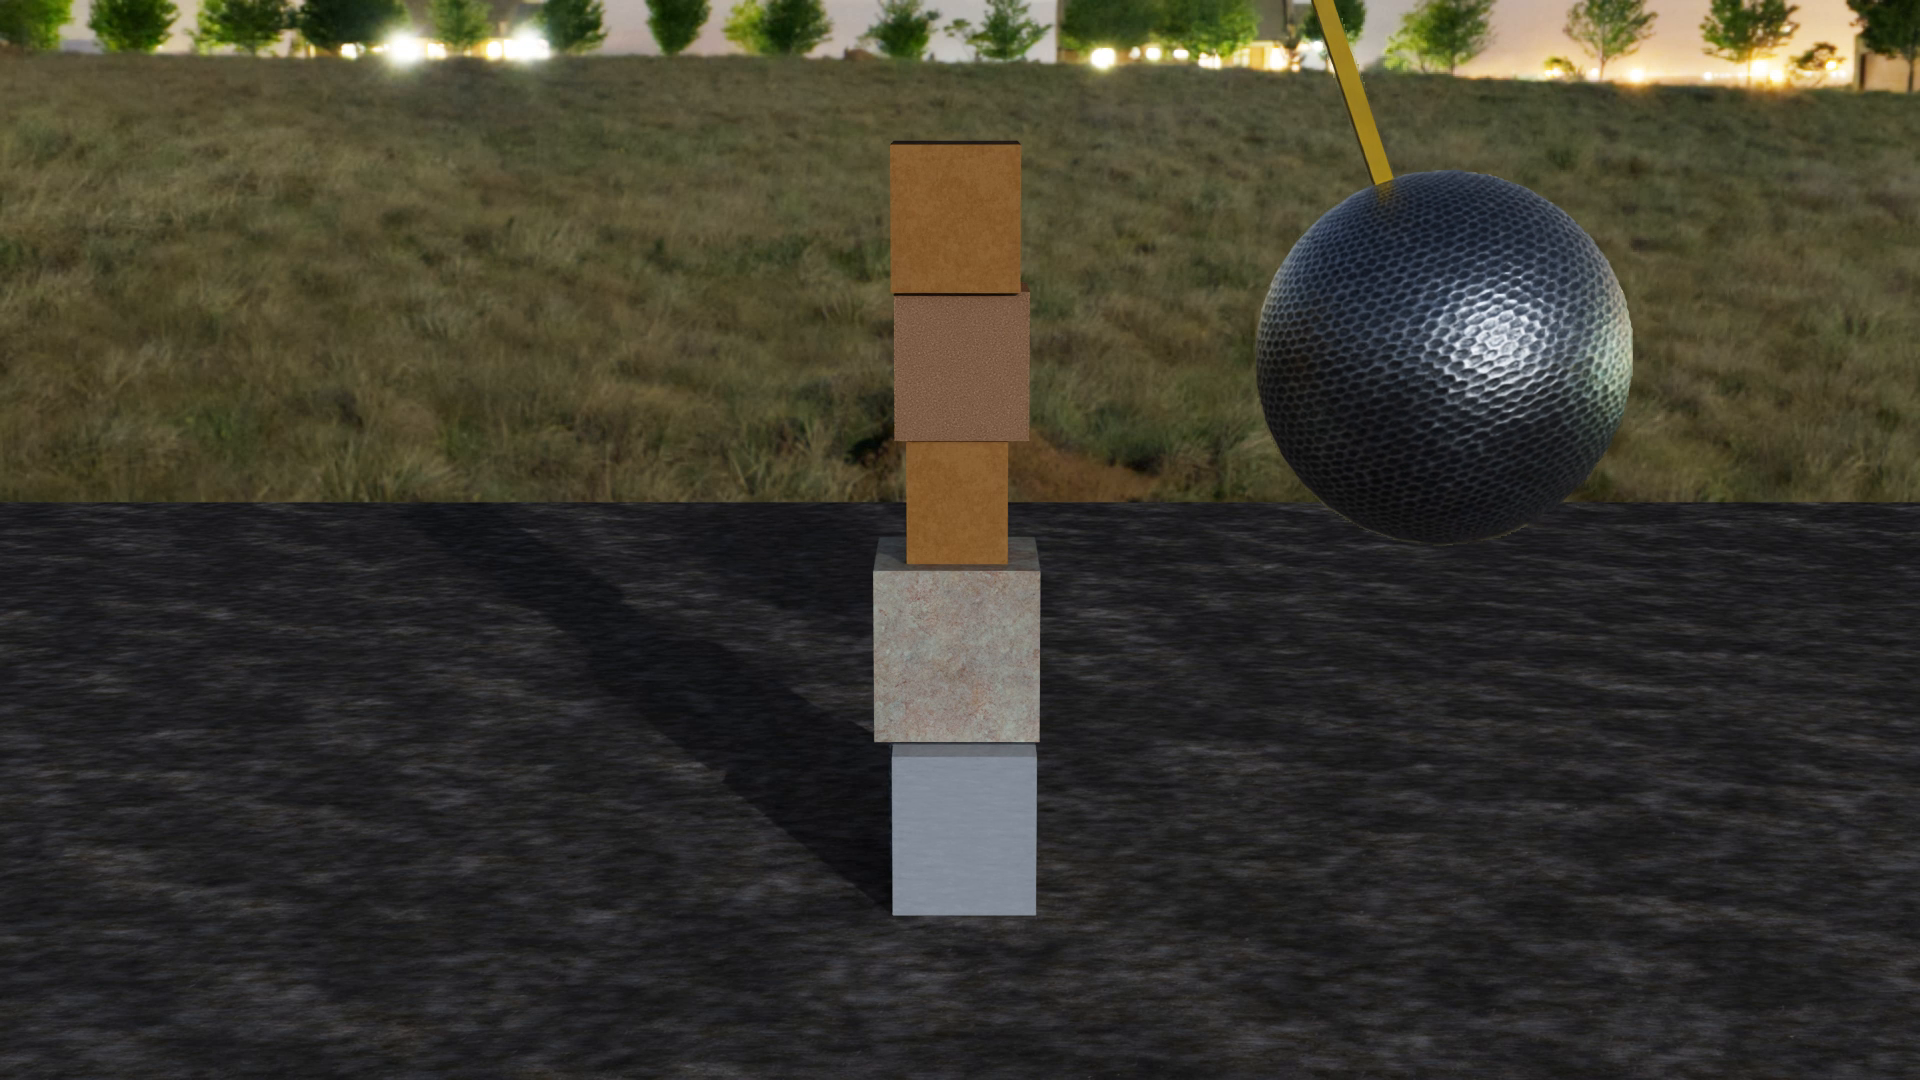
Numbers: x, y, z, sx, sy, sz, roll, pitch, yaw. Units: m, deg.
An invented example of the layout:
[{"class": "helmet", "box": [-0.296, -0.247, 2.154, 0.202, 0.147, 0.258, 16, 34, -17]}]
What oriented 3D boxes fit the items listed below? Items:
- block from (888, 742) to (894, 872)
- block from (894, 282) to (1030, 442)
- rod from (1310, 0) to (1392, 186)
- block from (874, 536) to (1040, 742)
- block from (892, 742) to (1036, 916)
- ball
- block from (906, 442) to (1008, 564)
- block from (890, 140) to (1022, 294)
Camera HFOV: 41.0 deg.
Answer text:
[{"class": "block", "box": [0.001, 1.078, 11.685, 0.631, 0.698, 0.625, 0, 10, 0]}, {"class": "block", "box": [0.008, -0.775, 11.039, 0.568, 0.629, 0.541, 0, 10, 0]}, {"class": "rod", "box": [0.899, -3.923, 10.467, 0.080, 5.200, 0.080, -20, 10, 4]}, {"class": "block", "box": [-0.013, 0.423, 11.257, 0.704, 0.743, 0.805, 0, 10, 0]}, {"class": "block", "box": [0.018, 1.192, 11.074, 0.606, 0.692, 0.598, 0, 10, 0]}, {"class": "ball", "box": [2.074, -0.784, 11.038, 1.600, 1.600, 1.600, 0, 10, 0]}, {"class": "block", "box": [-0.012, -0.204, 11.143, 0.431, 0.532, 0.505, 0, 10, 0]}, {"class": "block", "box": [-0.018, -1.385, 10.929, 0.539, 0.609, 0.652, 0, 10, 0]}]
